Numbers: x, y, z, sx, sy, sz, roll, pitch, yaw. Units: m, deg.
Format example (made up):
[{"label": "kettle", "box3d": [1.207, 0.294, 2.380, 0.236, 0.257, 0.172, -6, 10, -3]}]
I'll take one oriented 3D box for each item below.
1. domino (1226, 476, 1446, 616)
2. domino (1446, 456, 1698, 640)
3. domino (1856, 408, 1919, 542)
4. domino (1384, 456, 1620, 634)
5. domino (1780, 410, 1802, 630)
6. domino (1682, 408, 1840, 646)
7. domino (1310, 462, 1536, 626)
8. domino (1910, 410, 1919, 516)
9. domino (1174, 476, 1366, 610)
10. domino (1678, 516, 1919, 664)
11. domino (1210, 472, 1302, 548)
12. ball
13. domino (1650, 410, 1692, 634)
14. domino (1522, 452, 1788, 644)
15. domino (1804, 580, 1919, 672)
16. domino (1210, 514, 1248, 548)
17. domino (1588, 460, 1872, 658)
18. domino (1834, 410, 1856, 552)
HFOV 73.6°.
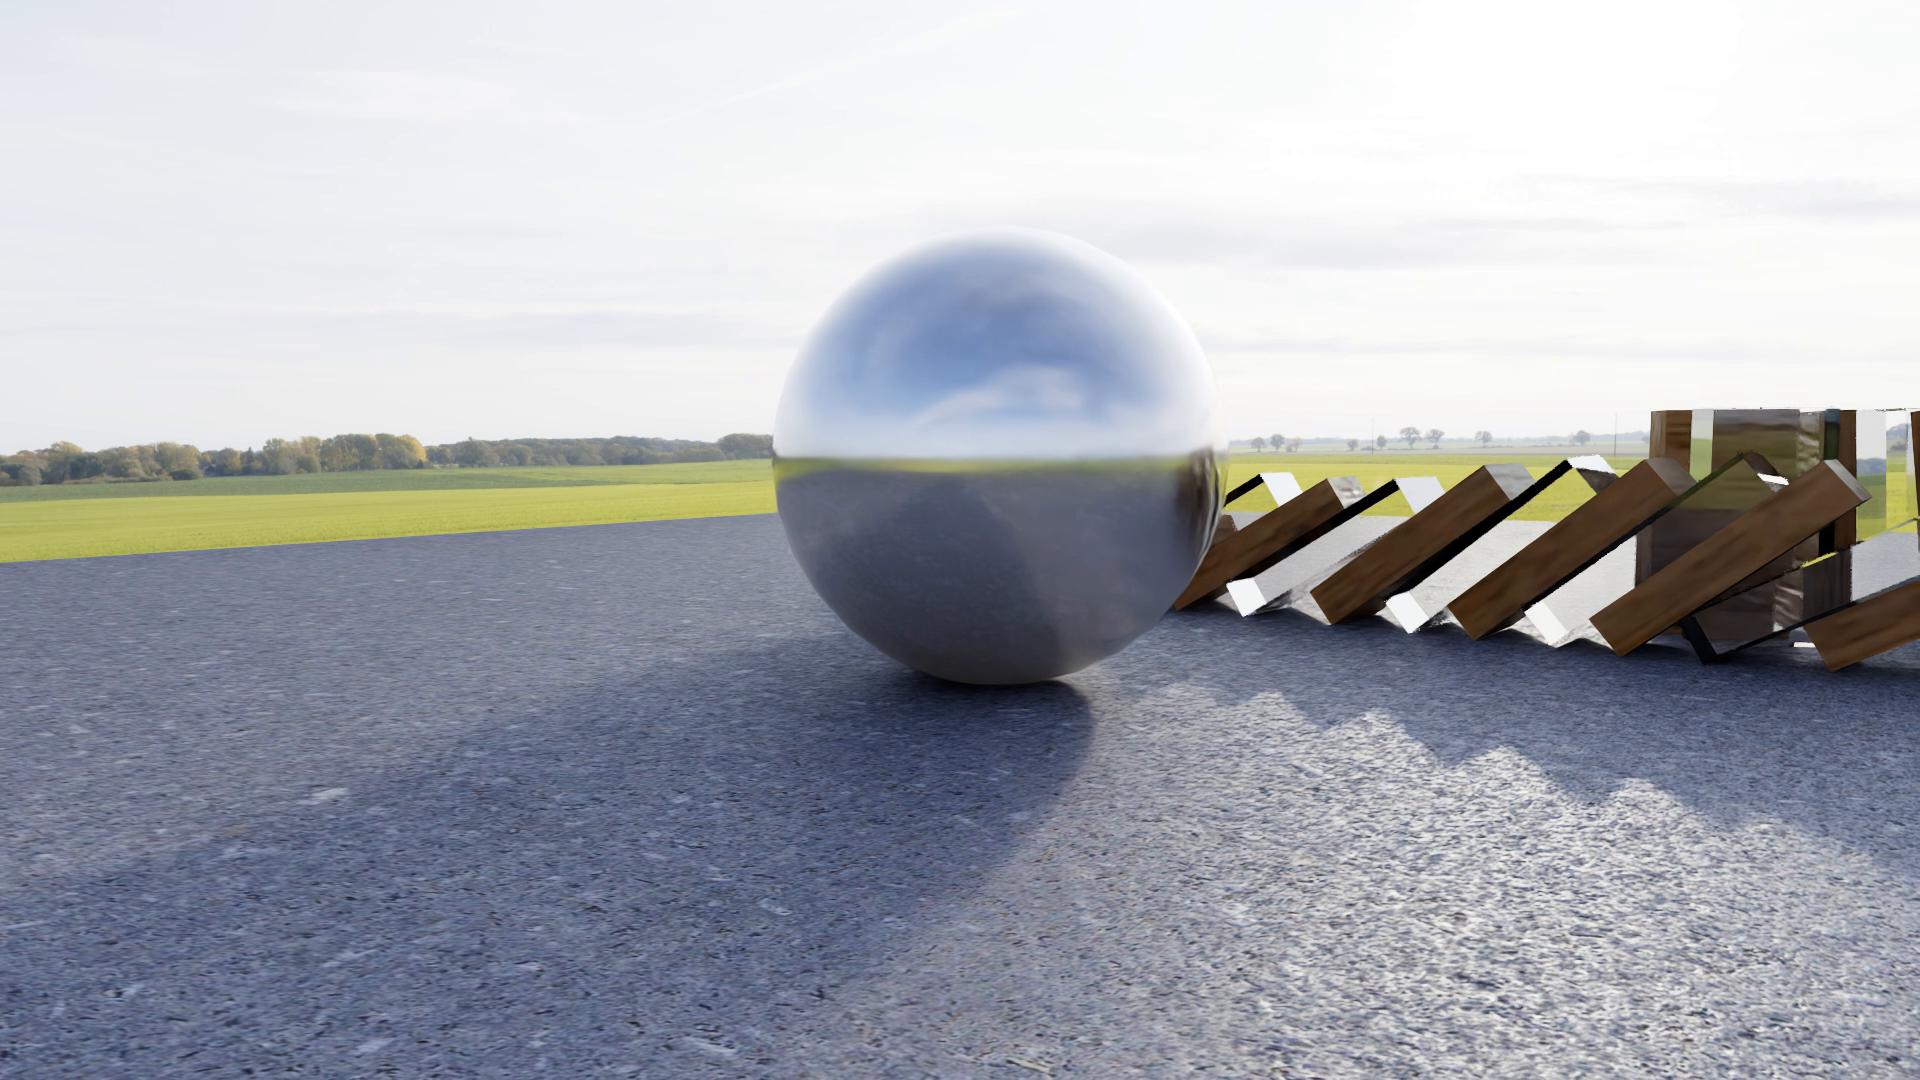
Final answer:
[{"label": "domino", "box3d": [0.092, 0.002, 0.312, 0.025, 0.009, 0.050, -5, -26, -49]}, {"label": "domino", "box3d": [0.131, 0.002, 0.275, 0.025, 0.009, 0.050, -7, -32, -49]}, {"label": "domino", "box3d": [0.216, -0.005, 0.293, 0.025, 0.050, 0.009, -3, 2, -33]}, {"label": "domino", "box3d": [0.121, 0.001, 0.285, 0.025, 0.009, 0.050, -7, -32, -49]}, {"label": "domino", "box3d": [0.182, -0.005, 0.303, 0.010, 0.050, 0.025, -2, 5, -29]}, {"label": "domino", "box3d": [0.170, -0.003, 0.273, 0.025, 0.050, 0.010, 0, 4, 5]}, {"label": "domino", "box3d": [0.108, 0.001, 0.298, 0.025, 0.009, 0.050, -5, -31, -49]}, {"label": "domino", "box3d": [0.224, -0.004, 0.279, 0.025, 0.050, 0.010, -1, -4, -11]}, {"label": "domino", "box3d": [0.078, 0.001, 0.327, 0.050, 0.009, 0.025, -34, -14, 29]}, {"label": "domino", "box3d": [0.166, 0.008, 0.243, 0.050, 0.010, 0.025, -34, -18, 35]}, {"label": "domino", "box3d": [0.064, -0.001, 0.336, 0.050, 0.009, 0.025, -34, -14, 28]}, {"label": "ball", "box3d": [0.007, -0.015, 0.227, 0.080, 0.080, 0.080, 0, 4, 0]}, {"label": "domino", "box3d": [0.170, -0.004, 0.289, 0.025, 0.050, 0.009, 1, 4, 9]}, {"label": "domino", "box3d": [0.142, 0.002, 0.263, 0.025, 0.010, 0.050, -6, -33, -50]}, {"label": "domino", "box3d": [0.183, 0.008, 0.232, 0.050, 0.010, 0.025, -35, -19, 37]}, {"label": "domino", "box3d": [0.056, 0.004, 0.367, 0.050, 0.009, 0.025, -2, -32, -24]}, {"label": "domino", "box3d": [0.152, 0.004, 0.254, 0.025, 0.009, 0.050, -5, -33, -51]}, {"label": "domino", "box3d": [0.203, -0.005, 0.305, 0.009, 0.050, 0.025, -1, 4, 18]}]
